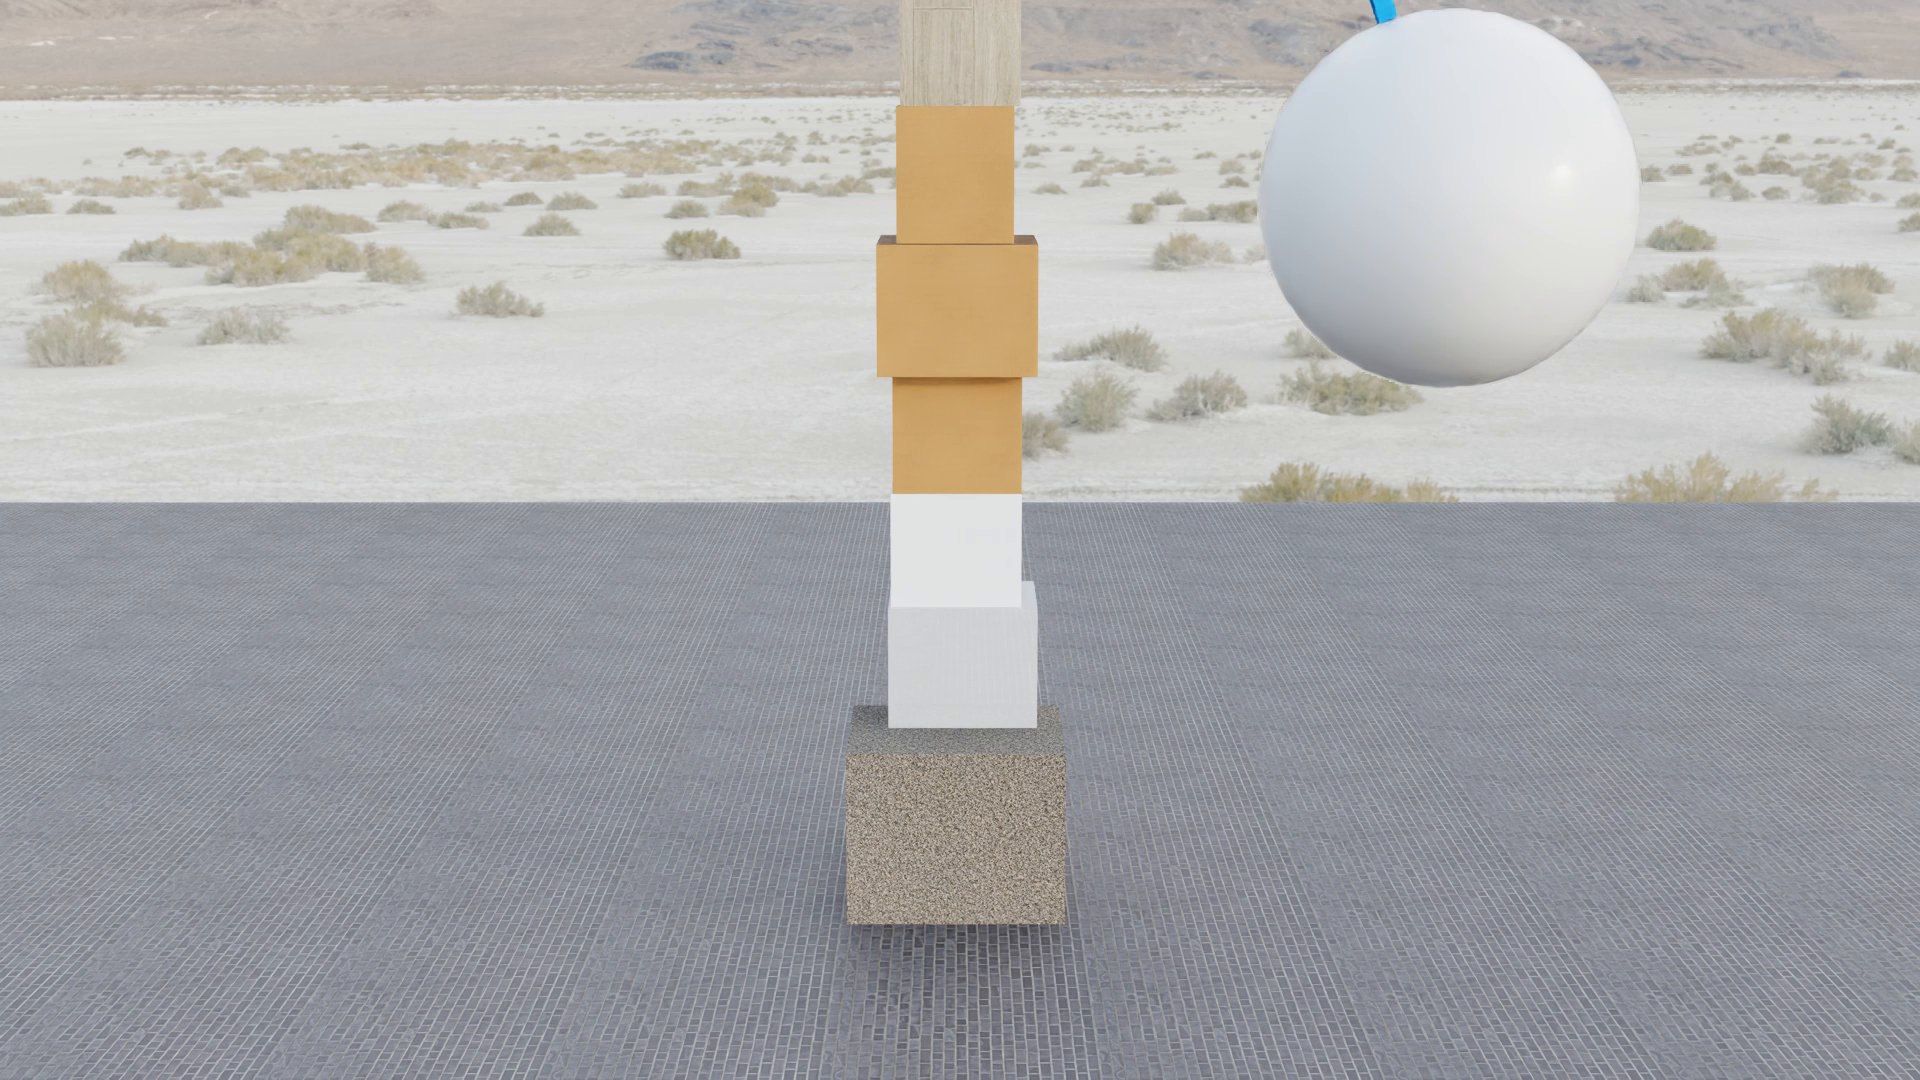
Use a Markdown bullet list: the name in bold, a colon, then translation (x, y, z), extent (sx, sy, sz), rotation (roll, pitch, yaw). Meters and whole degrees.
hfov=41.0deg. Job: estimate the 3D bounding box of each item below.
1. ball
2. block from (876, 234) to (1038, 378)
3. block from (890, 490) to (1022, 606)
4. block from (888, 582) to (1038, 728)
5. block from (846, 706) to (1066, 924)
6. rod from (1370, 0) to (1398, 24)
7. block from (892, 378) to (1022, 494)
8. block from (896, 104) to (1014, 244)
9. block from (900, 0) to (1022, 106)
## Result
- **ball**: translation (2.074, -1.447, 10.917), extent (1.600, 1.600, 1.600), rotation (0, 10, 0)
- **block**: translation (-0.011, -1.012, 10.996), extent (0.672, 0.550, 0.695), rotation (0, 10, 0)
- **block**: translation (-0.017, -0.001, 11.180), extent (0.557, 0.487, 0.522), rotation (0, 10, 0)
- **block**: translation (0.012, 0.497, 11.271), extent (0.638, 0.524, 0.602), rotation (0, 10, 0)
- **block**: translation (-0.017, 1.171, 11.072), extent (0.911, 0.734, 0.834), rotation (0, 10, 0)
- **rod**: translation (0.899, -4.586, 10.346), extent (0.080, 5.200, 0.080), rotation (-20, 10, 4)
- **block**: translation (-0.012, -0.491, 11.091), extent (0.548, 0.509, 0.487), rotation (0, 10, 0)
- **block**: translation (-0.020, -1.560, 10.897), extent (0.490, 0.564, 0.513), rotation (0, 10, 0)
- **block**: translation (0.001, -2.067, 10.805), extent (0.501, 0.468, 0.428), rotation (0, 10, 0)
